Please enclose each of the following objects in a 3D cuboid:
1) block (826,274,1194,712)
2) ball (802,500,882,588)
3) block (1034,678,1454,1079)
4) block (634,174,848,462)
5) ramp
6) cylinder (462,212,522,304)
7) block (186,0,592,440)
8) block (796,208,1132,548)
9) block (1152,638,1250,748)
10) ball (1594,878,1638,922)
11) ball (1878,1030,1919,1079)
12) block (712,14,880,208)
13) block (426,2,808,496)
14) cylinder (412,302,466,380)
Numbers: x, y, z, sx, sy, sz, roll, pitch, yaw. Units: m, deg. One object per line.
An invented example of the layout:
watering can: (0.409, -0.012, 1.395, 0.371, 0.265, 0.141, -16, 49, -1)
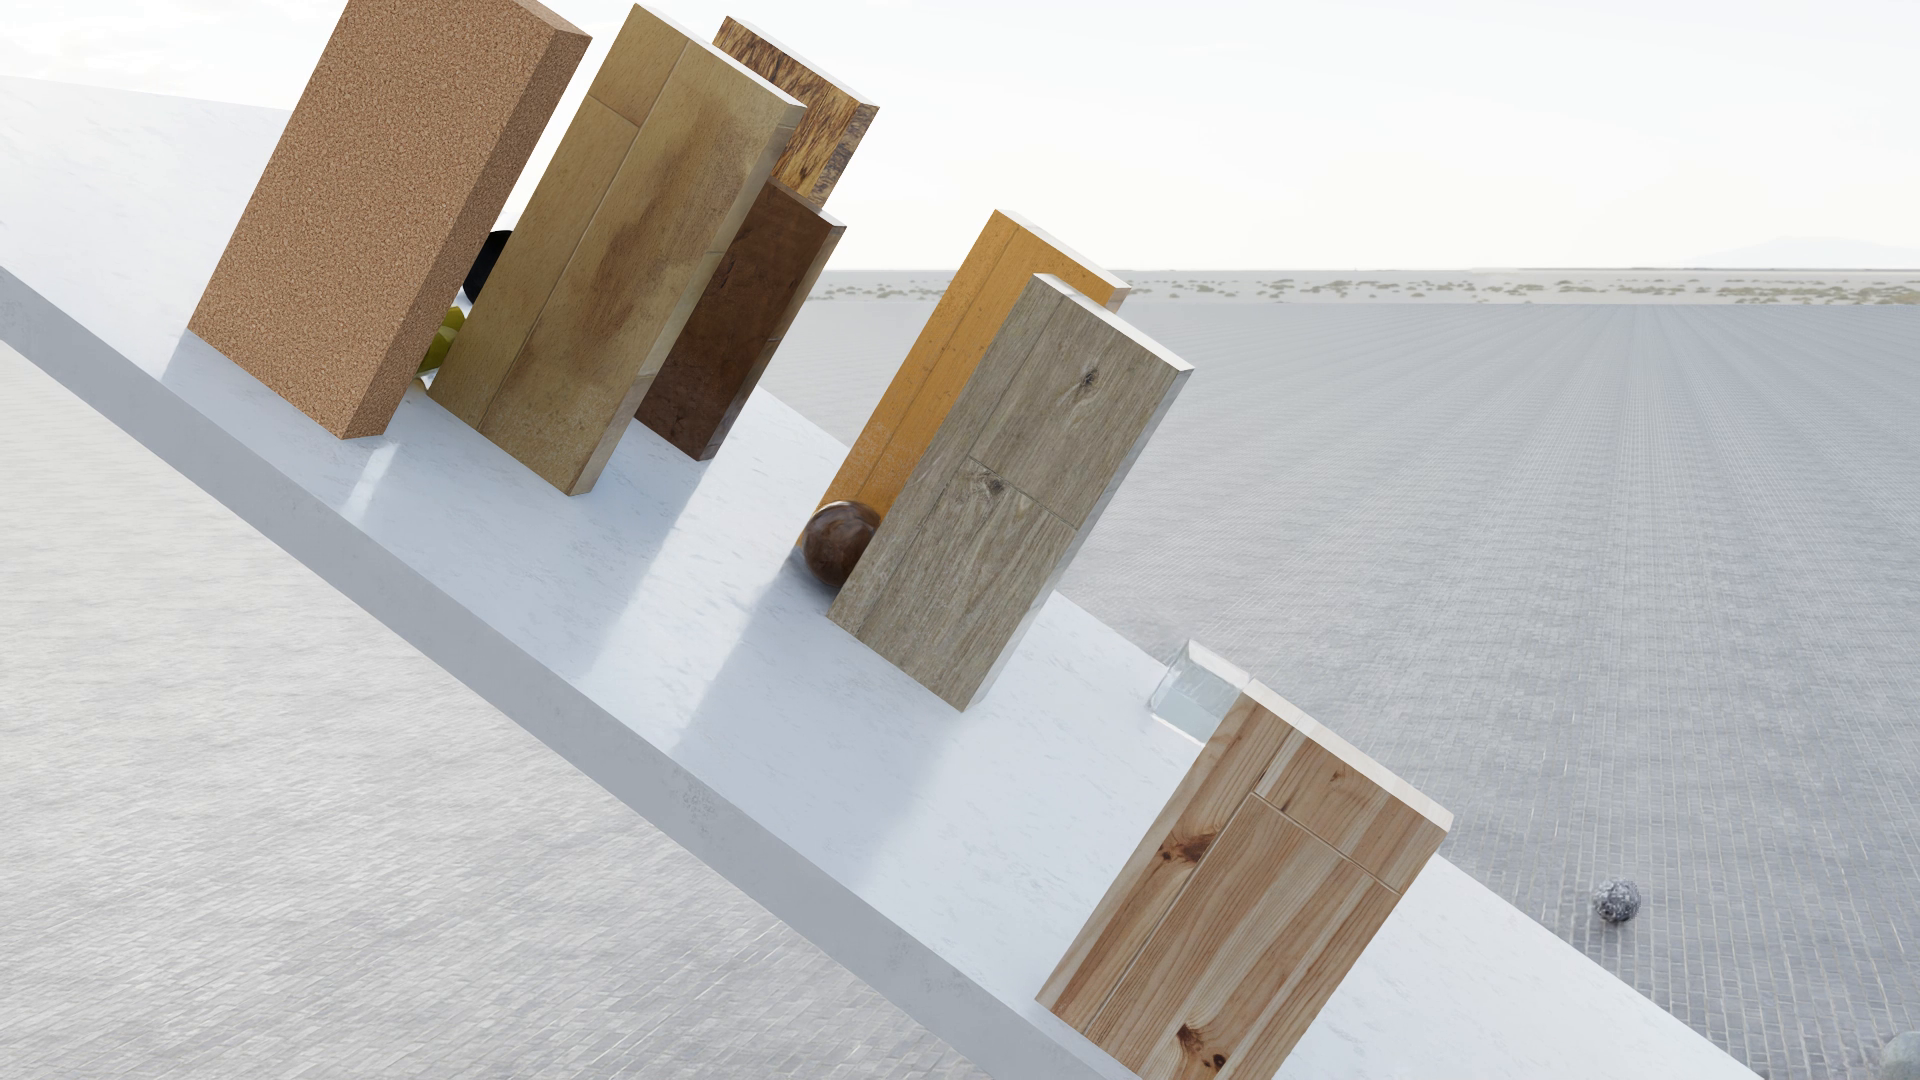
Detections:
block: (0.086, -0.084, 3.972, 0.311, 0.736, 0.136, 35, 15, 11)
ball: (-0.217, 0.009, 4.185, 0.167, 0.167, 0.167, 0, 7, 0)
block: (0.389, 0.512, 3.049, 0.328, 0.541, 0.101, 35, 15, 11)
block: (-0.536, -0.501, 4.427, 0.397, 0.554, 0.084, 35, 15, 11)
ramp: (-0.144, 0.240, 4.108, 4.000, 0.100, 2.000, 35, 15, 11)
cylinder: (-0.930, -0.571, 4.580, 0.190, 0.190, 0.190, 0, 19, -3)
block: (-0.916, -0.566, 3.508, 0.332, 0.745, 0.124, 35, 15, 11)
block: (0.002, -0.237, 4.247, 0.275, 0.763, 0.136, 35, 15, 11)
block: (0.508, 0.327, 4.640, 0.150, 0.150, 0.150, 31, 15, -3)
ball: (1.879, 1.032, 6.295, 0.124, 0.124, 0.124, 0, 7, 0)
ball: (2.131, 1.177, 4.873, 0.175, 0.175, 0.175, 0, 7, 0)
block: (-0.516, -0.687, 4.674, 0.348, 0.754, 0.121, 35, 15, 11)
block: (-0.604, -0.496, 3.819, 0.328, 0.789, 0.085, 35, 15, 11)
cylinder: (-0.975, -0.363, 3.897, 0.153, 0.153, 0.153, 1, 12, 11)
